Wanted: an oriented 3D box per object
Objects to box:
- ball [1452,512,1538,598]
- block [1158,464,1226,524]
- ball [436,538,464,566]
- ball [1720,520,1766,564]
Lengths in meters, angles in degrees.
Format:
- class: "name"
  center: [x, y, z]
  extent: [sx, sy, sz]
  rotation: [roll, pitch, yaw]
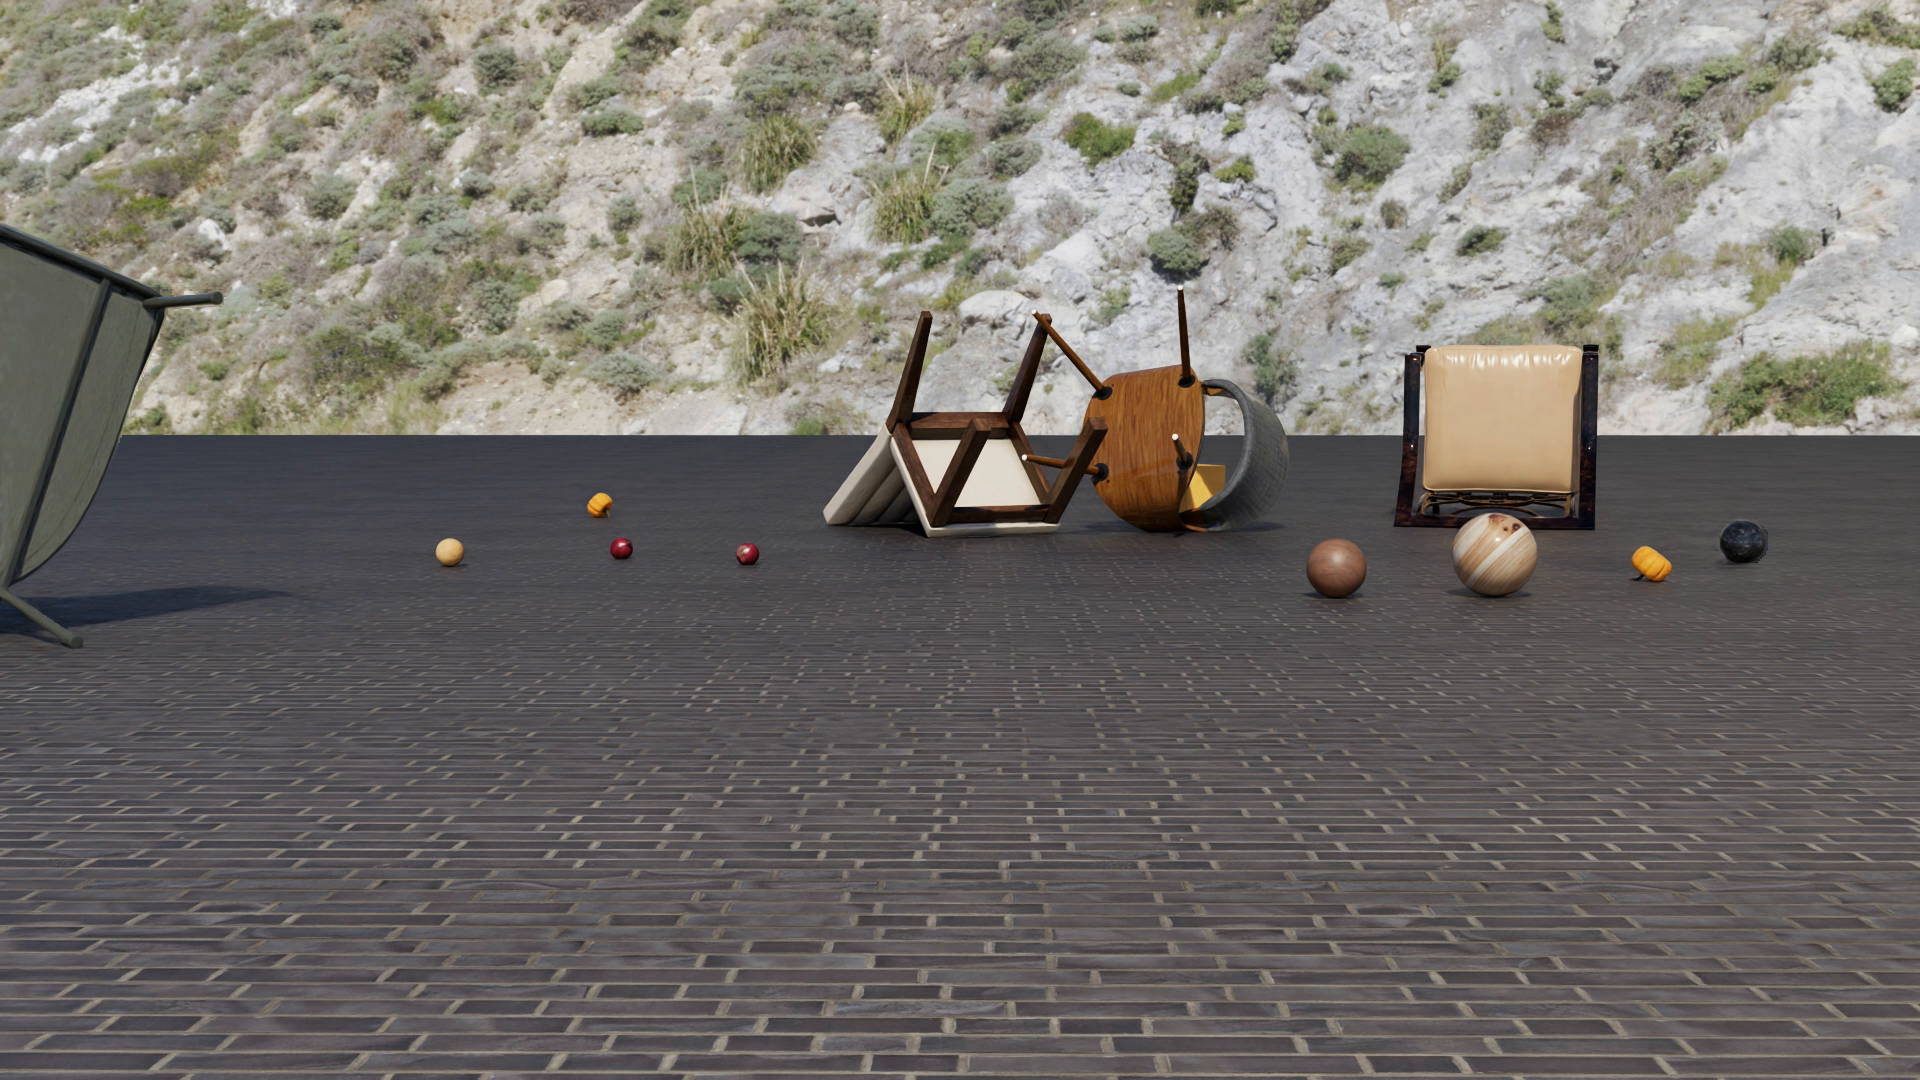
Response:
- class: "ball"
  center: [1.154, 0.032, 4.748]
  extent: [0.182, 0.182, 0.182]
  rotation: [0, 4, 0]
- class: "block"
  center: [0.780, -0.155, 7.405]
  extent: [0.157, 0.192, 0.165]
  rotation: [-2, 4, -29]
- class: "ball"
  center: [-1.292, 0.031, 5.568]
  extent: [0.072, 0.072, 0.072]
  rotation: [0, 4, 0]
- class: "ball"
  center: [2.010, 0.004, 5.645]
  extent: [0.115, 0.115, 0.115]
  rotation: [0, 4, 0]
